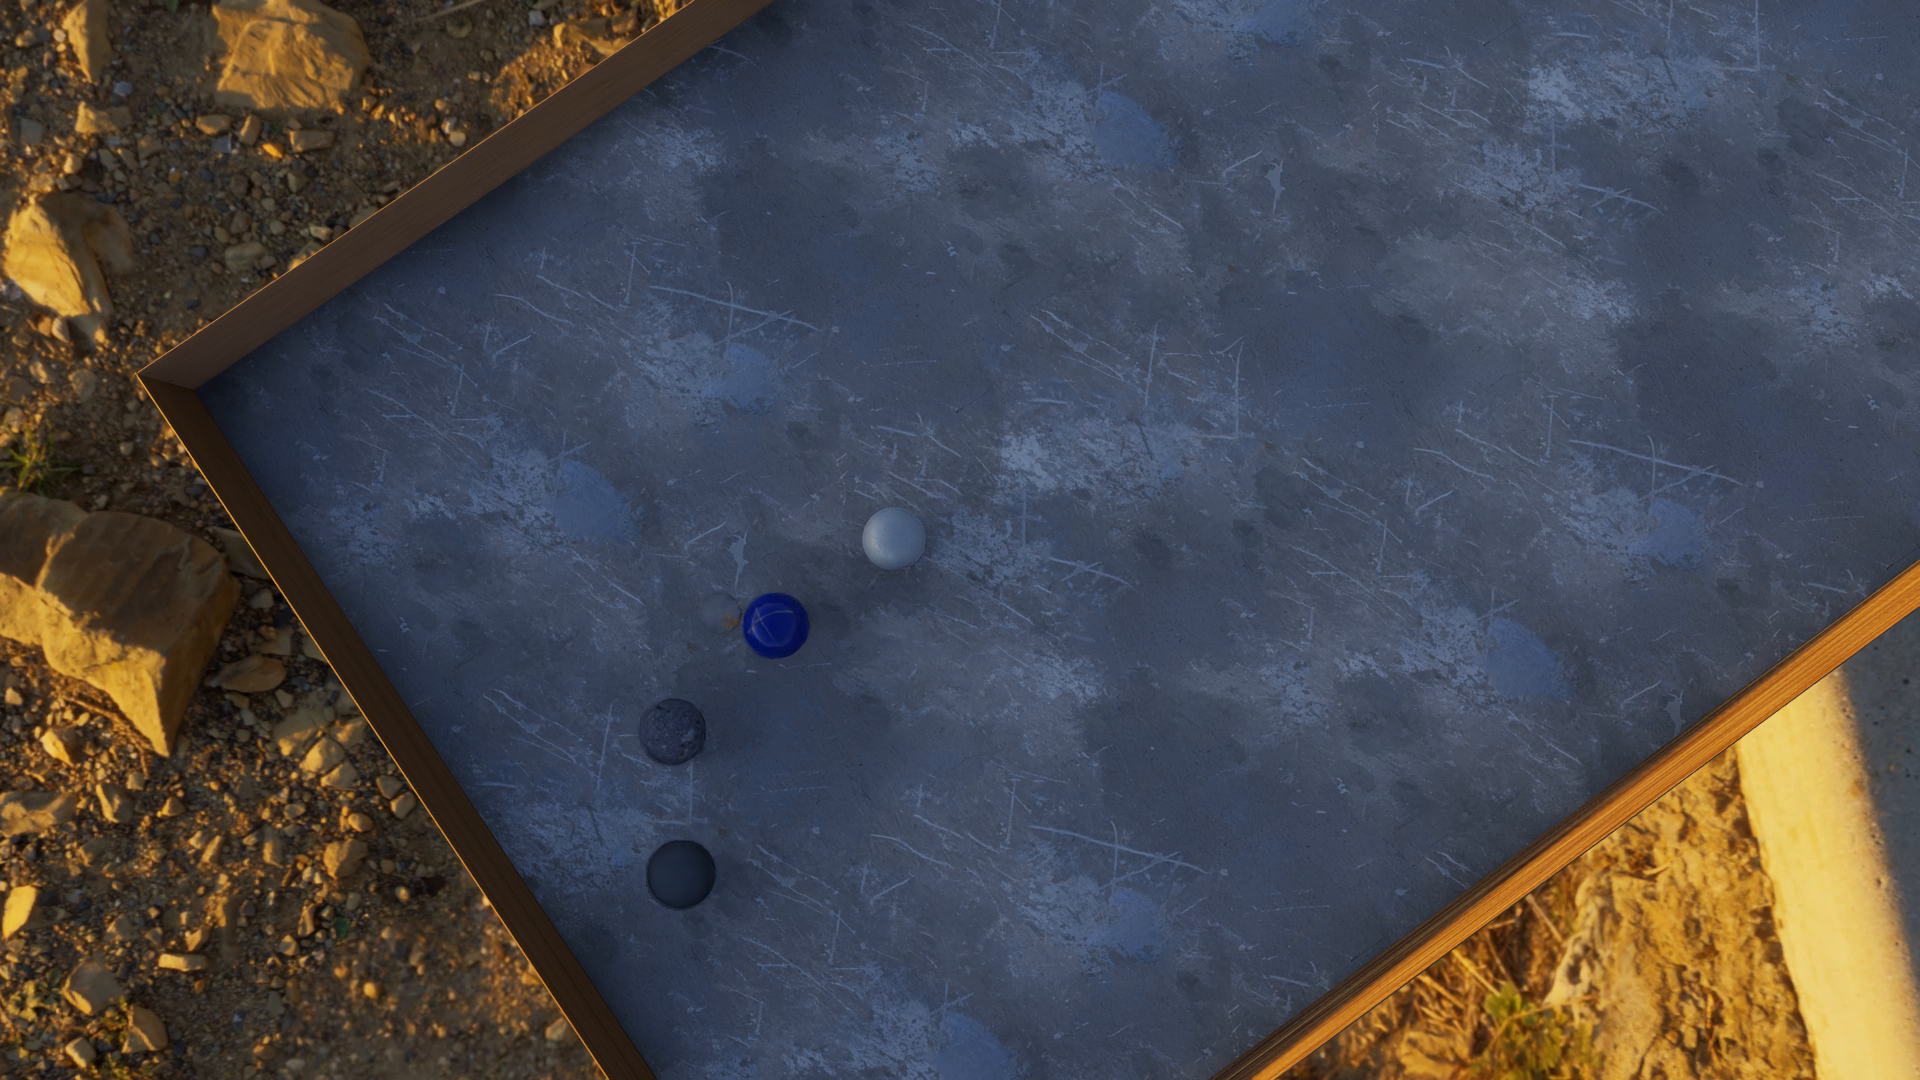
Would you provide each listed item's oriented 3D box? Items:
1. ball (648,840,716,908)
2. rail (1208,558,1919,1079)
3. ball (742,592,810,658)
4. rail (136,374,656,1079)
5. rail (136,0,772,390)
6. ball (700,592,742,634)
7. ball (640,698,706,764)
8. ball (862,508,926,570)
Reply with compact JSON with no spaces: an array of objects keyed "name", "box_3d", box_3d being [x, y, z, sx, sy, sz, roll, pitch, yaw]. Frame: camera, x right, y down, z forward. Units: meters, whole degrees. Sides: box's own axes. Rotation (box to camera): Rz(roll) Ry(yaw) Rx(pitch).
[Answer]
[{"name":"ball","box_3d":[-0.403,0.483,3.183,0.099,0.099,0.099,0,82,0]},{"name":"rail","box_3d":[1.189,0.209,3.205,3.388,0.128,0.045,-35,84,-5]},{"name":"ball","box_3d":[-0.270,0.126,3.233,0.098,0.098,0.098,0,82,0]},{"name":"rail","box_3d":[-0.672,0.468,3.169,0.045,0.128,1.770,-35,84,-5]},{"name":"rail","box_3d":[0.194,-1.184,3.397,3.388,0.128,0.045,-35,84,-5]},{"name":"ball","box_3d":[-0.355,0.109,3.253,0.062,0.062,0.062,0,82,0]},{"name":"ball","box_3d":[-0.418,0.280,3.213,0.096,0.096,0.096,0,82,0]},{"name":"ball","box_3d":[-0.098,-0.002,3.252,0.094,0.094,0.094,0,82,0]}]
